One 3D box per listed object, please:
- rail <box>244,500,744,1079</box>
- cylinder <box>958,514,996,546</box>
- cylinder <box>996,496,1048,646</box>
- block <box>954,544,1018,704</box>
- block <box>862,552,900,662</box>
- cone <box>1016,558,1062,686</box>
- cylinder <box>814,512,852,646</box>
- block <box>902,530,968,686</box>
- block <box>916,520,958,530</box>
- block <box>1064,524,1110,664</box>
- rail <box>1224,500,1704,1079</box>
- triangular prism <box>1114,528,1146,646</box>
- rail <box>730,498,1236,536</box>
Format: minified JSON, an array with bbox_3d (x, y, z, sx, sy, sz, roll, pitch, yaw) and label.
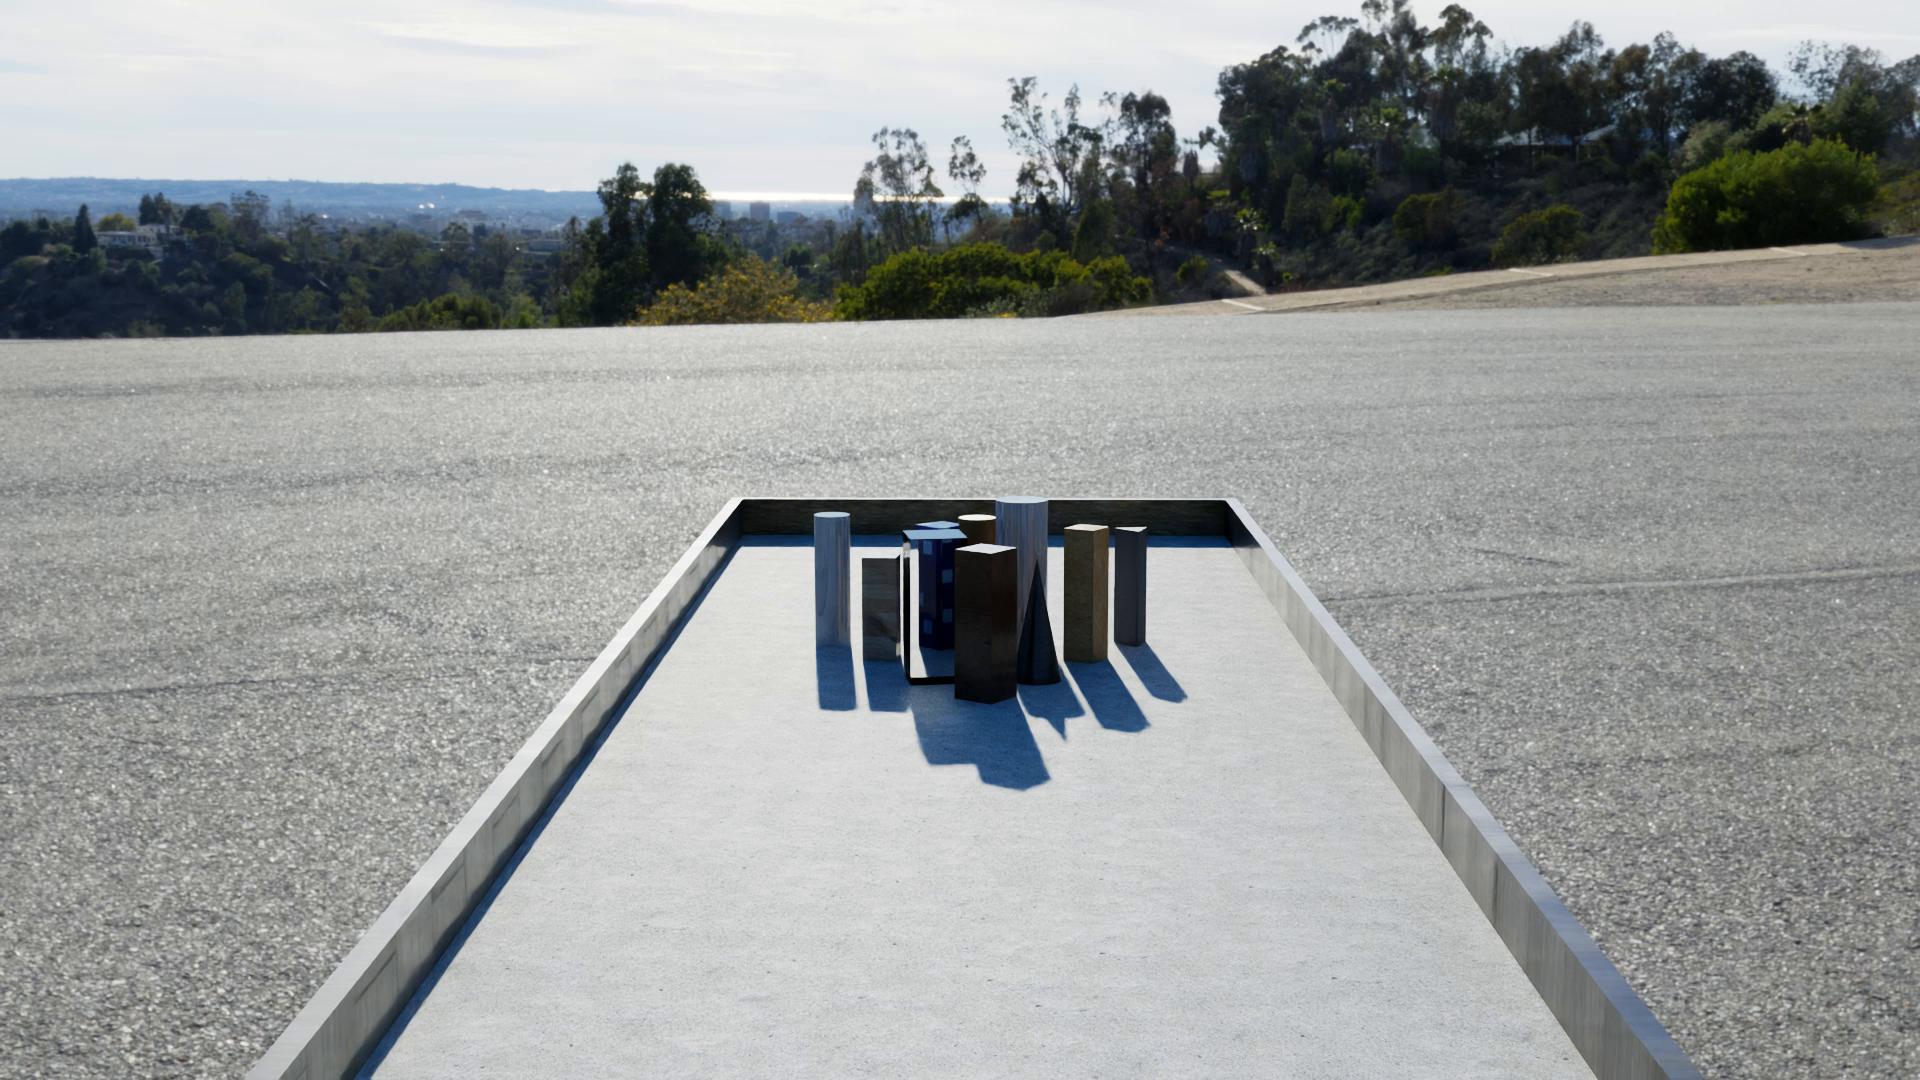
[{"bbox_3d":[-1.004,0.839,3.234,0.050,0.150,12.000,0,9,1],"label":"rail"},{"bbox_3d":[0.052,0.146,6.699,0.112,0.434,0.112,0,9,0],"label":"cylinder"},{"bbox_3d":[0.194,0.097,6.942,0.166,0.455,0.166,0,9,0],"label":"cylinder"},{"bbox_3d":[0.073,0.234,6.173,0.125,0.426,0.125,7,11,36],"label":"block"},{"bbox_3d":[-0.240,0.203,6.717,0.104,0.317,0.104,1,9,6],"label":"block"},{"bbox_3d":[0.223,0.230,6.401,0.147,0.362,0.147,0,9,0],"label":"cone"},{"bbox_3d":[-0.401,0.123,6.917,0.113,0.411,0.113,0,9,0],"label":"cylinder"},{"bbox_3d":[-0.073,0.194,6.415,0.165,0.428,0.165,-1,9,-9],"label":"block"},{"bbox_3d":[-0.061,0.138,6.937,0.111,0.377,0.111,-8,12,-40],"label":"block"},{"bbox_3d":[0.383,0.163,6.678,0.100,0.408,0.100,5,11,31],"label":"block"},{"bbox_3d":[1.046,0.843,3.208,0.050,0.150,12.000,0,9,1],"label":"rail"},{"bbox_3d":[0.554,0.144,6.930,0.089,0.366,0.103,-8,12,-40],"label":"triangular prism"},{"bbox_3d":[0.099,-0.098,9.147,2.100,0.150,0.050,0,9,1],"label":"rail"}]
